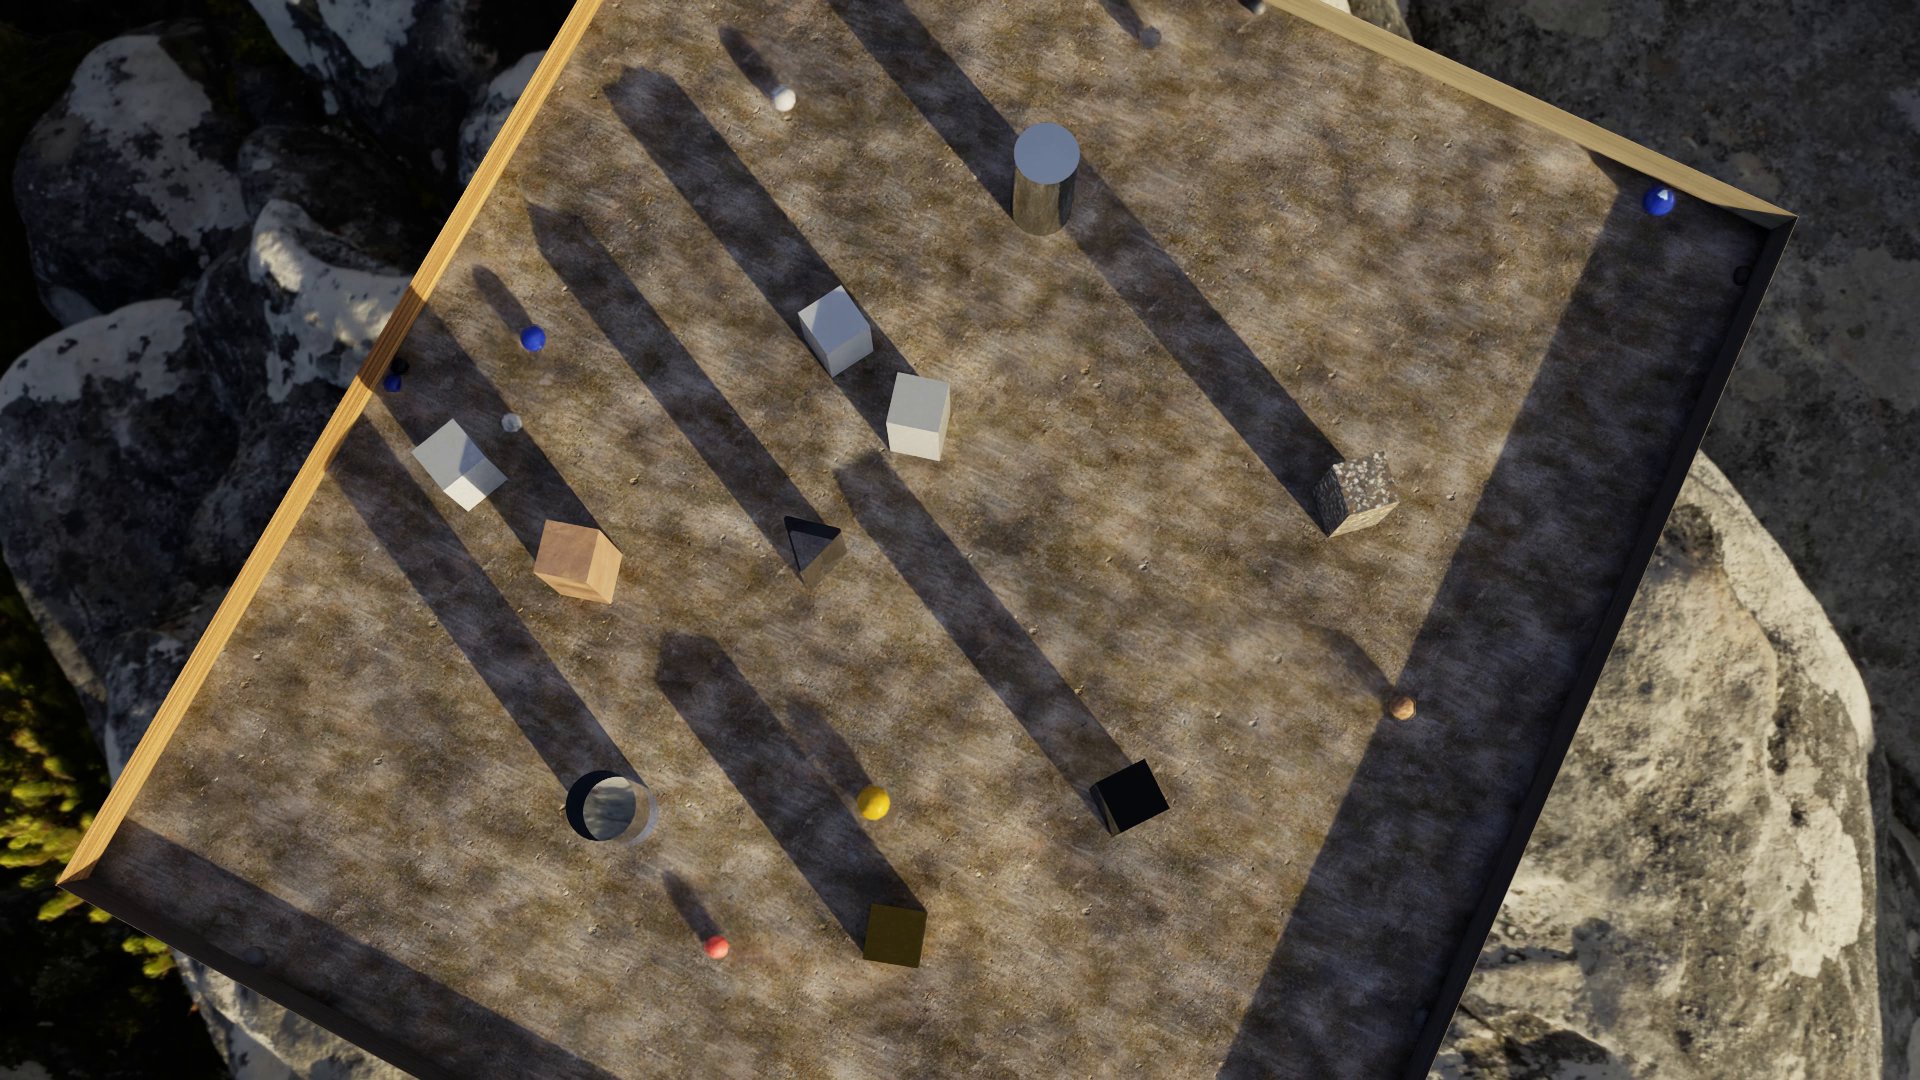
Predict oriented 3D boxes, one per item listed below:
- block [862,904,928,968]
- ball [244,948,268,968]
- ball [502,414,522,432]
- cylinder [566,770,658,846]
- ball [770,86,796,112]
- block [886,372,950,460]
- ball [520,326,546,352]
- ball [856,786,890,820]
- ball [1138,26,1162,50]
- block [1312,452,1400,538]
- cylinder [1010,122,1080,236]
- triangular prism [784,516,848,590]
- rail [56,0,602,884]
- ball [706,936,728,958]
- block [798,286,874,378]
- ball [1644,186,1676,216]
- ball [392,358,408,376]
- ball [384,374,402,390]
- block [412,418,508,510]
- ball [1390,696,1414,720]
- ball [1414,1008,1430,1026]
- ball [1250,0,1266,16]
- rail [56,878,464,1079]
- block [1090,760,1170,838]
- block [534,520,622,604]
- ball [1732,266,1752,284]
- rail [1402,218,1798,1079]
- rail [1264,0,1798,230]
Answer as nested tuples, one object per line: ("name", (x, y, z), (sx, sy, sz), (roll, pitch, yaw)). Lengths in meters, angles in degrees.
("block", (-0.184, 1.135, 5.260), (0.156, 0.239, 0.156), (9, 78, 2))
("ball", (-2.049, 1.218, 5.333), (0.063, 0.063, 0.063), (0, 78, 0))
("ball", (-1.385, -0.362, 5.662), (0.059, 0.059, 0.059), (0, 78, 0))
("cylinder", (-0.994, 0.774, 5.258), (0.195, 0.388, 0.195), (0, 78, 0))
("ball", (-0.566, -1.414, 5.868), (0.081, 0.081, 0.081), (0, 78, 0))
("block", (-0.123, -0.369, 5.523), (0.156, 0.333, 0.156), (12, 79, 2))
("ball", (-1.329, -0.627, 5.706), (0.079, 0.079, 0.079), (0, 78, 0))
("ball", (-0.256, 0.776, 5.406), (0.098, 0.098, 0.098), (0, 78, 0))
("ball", (0.614, -1.621, 5.915), (0.073, 0.073, 0.073), (0, 78, 0))
("block", (1.182, -0.133, 5.481), (0.156, 0.319, 0.156), (-15, 79, -3))
("cylinder", (0.257, -1.102, 5.631), (0.195, 0.419, 0.195), (0, 78, 0))
("triangular prism", (-0.455, 0.014, 5.451), (0.146, 0.319, 0.169), (43, 81, 8))
("rail", (-1.657, -0.804, 5.717), (0.045, 0.127, 4.160), (26, 80, 5))
("ball", (-0.706, 1.185, 5.338), (0.065, 0.065, 0.065), (0, 78, 0))
("block", (-0.379, -0.637, 5.623), (0.156, 0.247, 0.156), (-34, 80, -7))
("ball", (2.210, -1.071, 5.790), (0.094, 0.094, 0.094), (0, 78, 0))
("ball", (-1.743, -0.539, 5.701), (0.052, 0.052, 0.052), (0, 78, 0))
("ball", (-1.760, -0.490, 5.691), (0.053, 0.053, 0.053), (0, 78, 0))
("block", (-1.505, -0.224, 5.523), (0.156, 0.274, 0.156), (-41, 81, -8))
("ball", (1.321, 0.500, 5.477), (0.071, 0.071, 0.071), (0, 78, 0))
("ball", (1.339, 1.382, 5.305), (0.051, 0.051, 0.051), (0, 78, 0))
("ball", (0.967, -1.730, 5.948), (0.053, 0.053, 0.053), (0, 78, 0))
("rail", (-0.920, 1.808, 5.177), (3.752, 0.127, 0.045), (26, 80, 5))
("block", (0.488, 0.751, 5.315), (0.156, 0.286, 0.156), (-26, 79, -5))
("block", (-1.124, 0.068, 5.414), (0.156, 0.369, 0.156), (11, 79, 2))
("ball", (2.461, -0.833, 5.758), (0.060, 0.060, 0.060), (0, 78, 0))
("rail", (1.657, 0.818, 5.381), (0.045, 0.127, 4.160), (26, 80, 5))
("rail", (0.920, -1.794, 5.922), (3.752, 0.127, 0.045), (26, 80, 5))
